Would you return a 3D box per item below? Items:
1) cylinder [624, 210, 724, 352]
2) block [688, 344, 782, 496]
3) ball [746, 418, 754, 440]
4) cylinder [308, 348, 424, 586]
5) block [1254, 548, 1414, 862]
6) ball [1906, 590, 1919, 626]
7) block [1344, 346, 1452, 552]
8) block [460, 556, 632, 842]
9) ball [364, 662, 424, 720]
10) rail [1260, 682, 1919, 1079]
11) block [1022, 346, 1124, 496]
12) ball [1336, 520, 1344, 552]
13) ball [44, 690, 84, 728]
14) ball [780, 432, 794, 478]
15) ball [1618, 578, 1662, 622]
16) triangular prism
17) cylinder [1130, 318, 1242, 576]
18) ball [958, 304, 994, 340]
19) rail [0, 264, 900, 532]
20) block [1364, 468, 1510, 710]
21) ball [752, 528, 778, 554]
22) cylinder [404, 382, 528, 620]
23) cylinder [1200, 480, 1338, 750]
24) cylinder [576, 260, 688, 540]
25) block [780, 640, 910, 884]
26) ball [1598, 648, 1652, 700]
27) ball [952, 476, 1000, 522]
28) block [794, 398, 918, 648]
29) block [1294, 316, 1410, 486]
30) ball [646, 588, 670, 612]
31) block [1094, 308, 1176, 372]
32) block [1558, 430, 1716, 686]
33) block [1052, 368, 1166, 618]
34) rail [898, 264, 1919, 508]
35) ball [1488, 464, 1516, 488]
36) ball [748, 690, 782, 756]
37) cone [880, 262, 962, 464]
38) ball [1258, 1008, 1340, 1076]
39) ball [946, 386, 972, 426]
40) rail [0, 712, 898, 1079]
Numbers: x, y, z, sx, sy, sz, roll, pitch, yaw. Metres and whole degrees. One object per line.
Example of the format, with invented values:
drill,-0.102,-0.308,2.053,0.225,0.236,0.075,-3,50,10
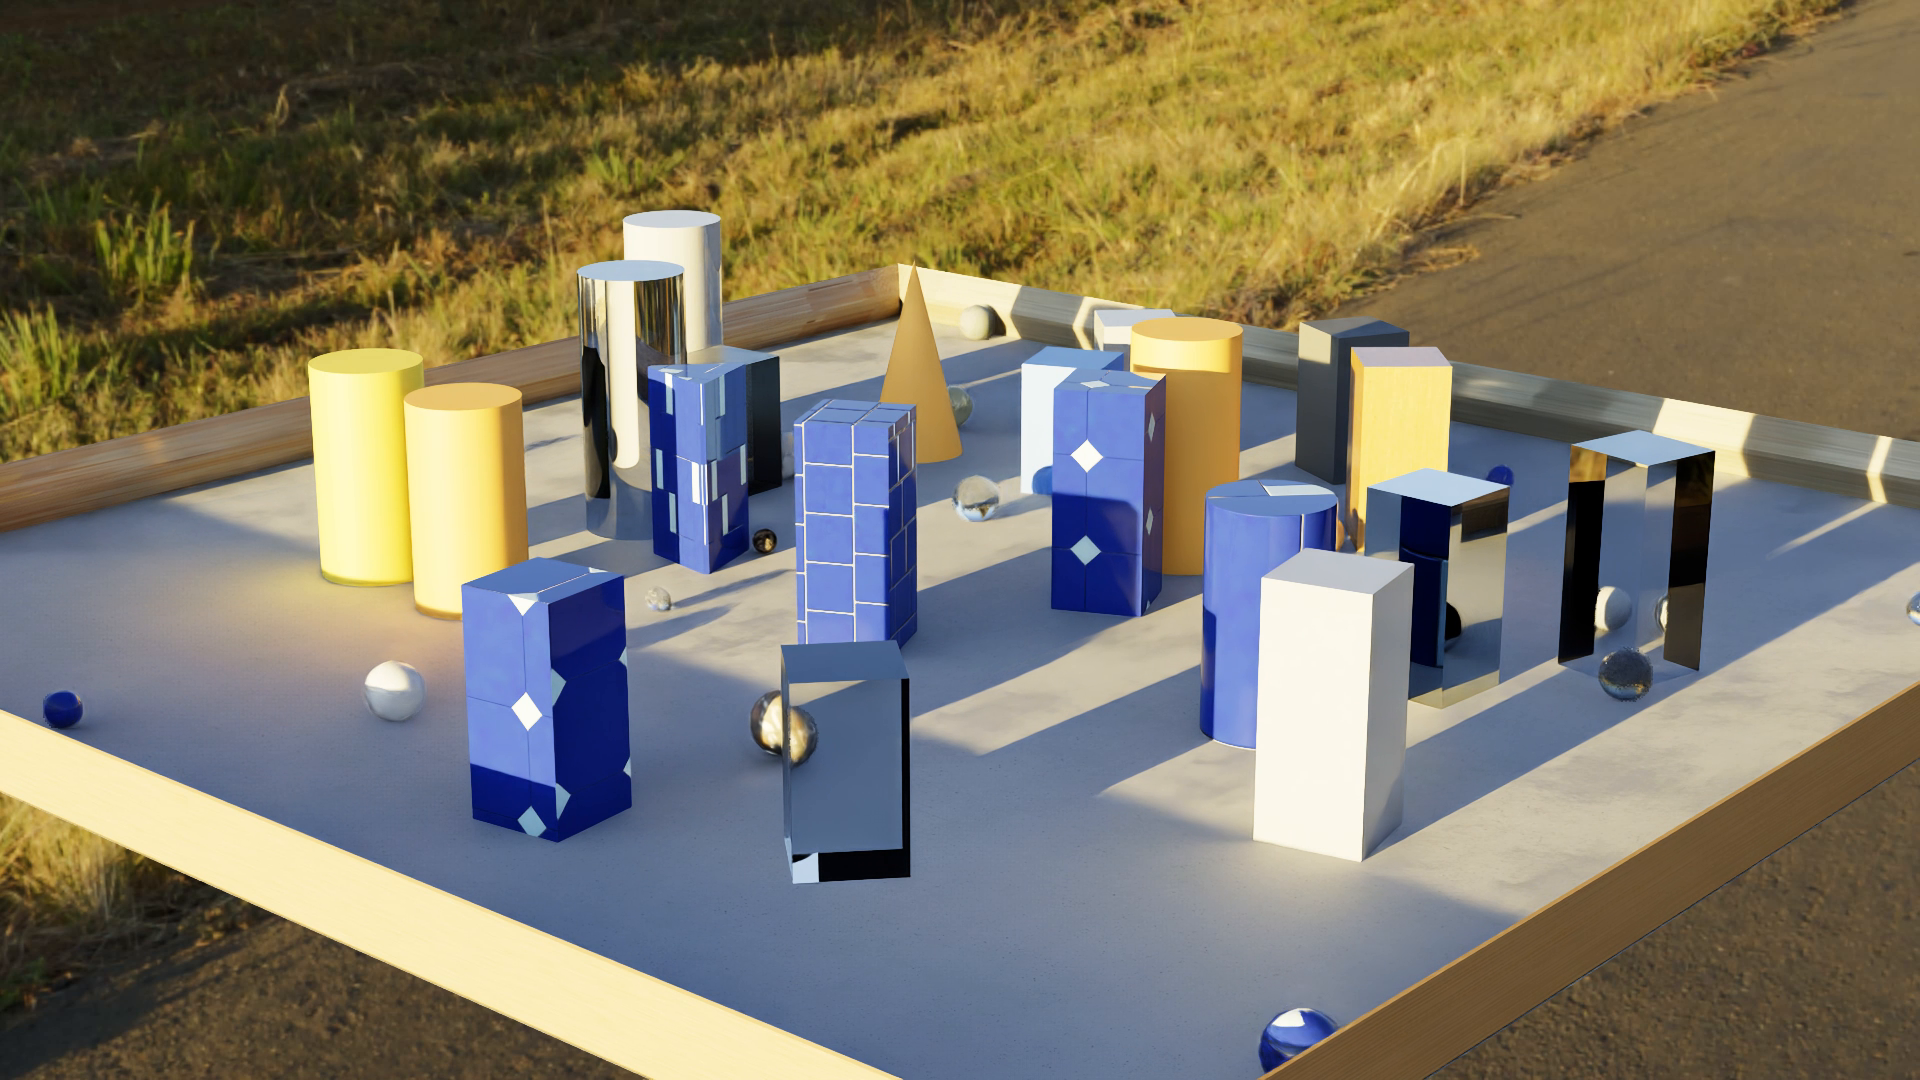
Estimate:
cylinder,-0.587,-0.425,6.039,0.198,0.477,0.198,0,17,0
block,-0.464,-0.230,5.759,0.159,0.264,0.159,13,21,37
ball,-0.455,-0.233,6.146,0.047,0.047,0.047,0,17,0
cylinder,-1.047,-0.131,5.221,0.198,0.385,0.198,0,17,0
block,0.515,0.225,4.044,0.159,0.383,0.159,9,19,27
ball,1.634,0.116,4.957,0.065,0.065,0.065,0,17,0
block,0.806,-0.169,5.412,0.159,0.347,0.159,0,17,-1
block,-0.579,0.221,4.117,0.159,0.347,0.159,11,20,32
ball,-0.873,0.233,4.521,0.092,0.092,0.092,0,17,0
rail,1.196,0.332,4.126,0.045,0.129,3.235,14,22,39
block,0.222,-0.232,5.774,0.159,0.259,0.159,6,18,19
ball,0.656,-0.009,5.333,0.087,0.087,0.087,0,17,0
ball,-1.374,0.259,4.494,0.059,0.059,0.059,0,17,0
ball,-0.352,-0.170,5.853,0.094,0.094,0.094,0,17,0
ball,1.156,0.102,4.984,0.076,0.076,0.076,0,17,0
triangular prism,-0.448,-0.139,5.307,0.149,0.351,0.172,-13,21,-36
cylinder,0.404,-0.170,5.278,0.198,0.428,0.198,0,17,0
ball,0.040,-0.522,7.037,0.086,0.086,0.086,0,17,0
rail,-1.196,-0.267,6.114,0.045,0.129,3.235,14,22,39
block,0.748,0.074,4.635,0.159,0.330,0.159,15,23,41
ball,-0.357,0.002,5.369,0.045,0.045,0.045,0,17,0
cylinder,-0.845,-0.068,5.041,0.198,0.368,0.198,0,17,0
cylinder,0.467,0.112,4.445,0.198,0.368,0.198,0,17,0
cylinder,-0.606,-0.262,5.475,0.198,0.490,0.198,0,17,0
block,-0.156,0.299,3.972,0.159,0.284,0.159,-2,17,-7
ball,1.046,0.211,4.610,0.082,0.082,0.082,0,17,0
ball,0.031,-0.079,5.561,0.089,0.089,0.089,0,17,0
block,-0.170,-0.019,4.837,0.159,0.392,0.159,5,17,15
block,0.784,-0.281,5.871,0.159,0.298,0.159,-7,18,-21
ball,-0.518,0.103,5.042,0.041,0.041,0.041,0,17,0
block,0.365,-0.325,6.059,0.159,0.274,0.159,-1,17,-4
block,1.086,0.030,4.712,0.159,0.370,0.159,-12,20,-34
block,0.256,-0.083,5.054,0.159,0.391,0.159,5,17,16
rail,1.045,-0.315,6.272,3.214,0.129,0.045,14,22,39
ball,1.064,-0.122,5.763,0.054,0.054,0.054,0,17,0
ball,-0.266,0.273,4.380,0.098,0.098,0.098,0,17,0
cone,-0.093,-0.377,6.009,0.198,0.402,0.198,0,17,0
ball,0.391,0.584,3.346,0.099,0.099,0.099,0,17,0
ball,-0.019,-0.284,6.244,0.089,0.089,0.089,0,17,0
rail,-1.045,0.379,3.968,3.214,0.129,0.045,14,22,39
